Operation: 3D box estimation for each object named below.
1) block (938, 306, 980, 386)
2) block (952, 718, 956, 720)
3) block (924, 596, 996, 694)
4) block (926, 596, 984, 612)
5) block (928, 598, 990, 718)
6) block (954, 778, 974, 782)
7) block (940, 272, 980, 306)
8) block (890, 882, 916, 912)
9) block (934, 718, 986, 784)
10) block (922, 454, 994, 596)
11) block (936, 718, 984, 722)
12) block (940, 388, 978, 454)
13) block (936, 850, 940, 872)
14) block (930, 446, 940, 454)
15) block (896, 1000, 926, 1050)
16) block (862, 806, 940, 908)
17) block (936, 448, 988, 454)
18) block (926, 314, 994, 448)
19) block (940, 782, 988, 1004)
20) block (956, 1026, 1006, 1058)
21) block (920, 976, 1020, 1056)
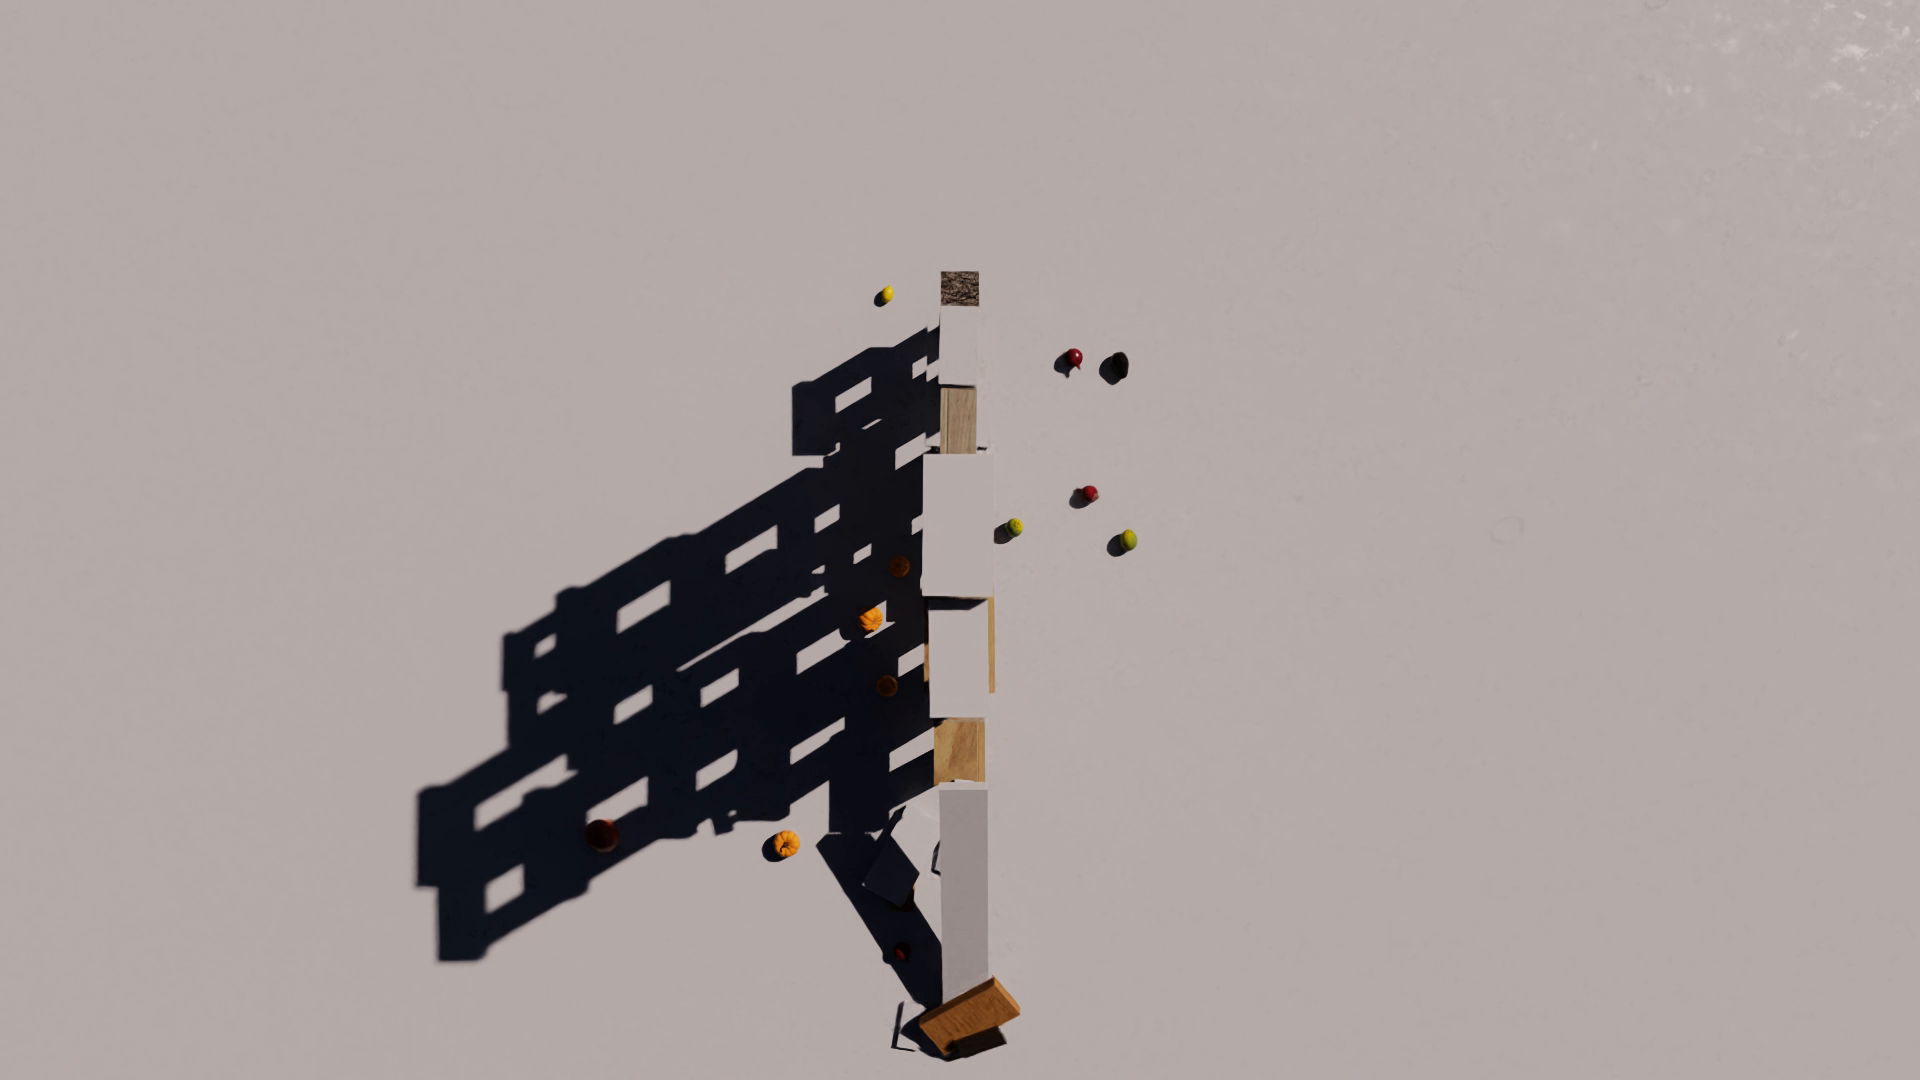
[{"bbox_3d":[-0.003,-0.471,4.004,0.095,0.027,0.189,2,90,0],"label":"block"},{"bbox_3d":[-0.010,0.454,4.696,0.053,0.015,0.105,-15,90,0],"label":"block"},{"bbox_3d":[-0.002,0.206,4.127,0.176,0.050,0.353,-1,90,0],"label":"block"},{"bbox_3d":[-0.007,0.167,3.966,0.136,0.272,0.039,-12,90,0],"label":"block"},{"bbox_3d":[-0.003,0.272,3.811,0.136,0.039,0.272,-1,90,0],"label":"block"},{"bbox_3d":[0.006,0.802,5.144,0.059,0.017,0.118,6,115,-3],"label":"block"},{"bbox_3d":[0.000,-0.697,5.003,0.116,0.033,0.231,0,90,0],"label":"block"},{"bbox_3d":[-0.188,1.160,5.489,0.075,0.021,0.150,5,90,0],"label":"block"},{"bbox_3d":[-0.002,0.604,5.159,0.159,0.045,0.318,0,89,0],"label":"block"},{"bbox_3d":[-0.004,-0.033,3.757,0.161,0.046,0.322,1,90,0],"label":"block"},{"bbox_3d":[0.002,0.390,4.830,0.143,0.041,0.286,0,90,0],"label":"block"},{"bbox_3d":[-0.004,-0.282,4.018,0.088,0.025,0.176,1,90,0],"label":"block"},{"bbox_3d":[-0.042,1.045,5.480,0.059,0.017,0.118,12,95,16],"label":"block"},{"bbox_3d":[-0.005,-0.380,4.613,0.149,0.042,0.298,1,90,0],"label":"block"},{"bbox_3d":[-0.161,1.615,5.489,0.075,0.021,0.150,9,90,0],"label":"block"},{"bbox_3d":[-0.185,1.045,5.462,0.149,0.042,0.299,30,85,3],"label":"block"},{"bbox_3d":[0.003,-0.107,4.241,0.130,0.037,0.260,0,90,0],"label":"block"},{"bbox_3d":[-0.001,-0.408,4.230,0.169,0.048,0.338,1,90,0],"label":"block"},{"bbox_3d":[0.015,1.182,5.286,0.149,0.042,0.931,-1,115,0],"label":"block"},{"bbox_3d":[0.069,1.651,5.424,0.150,0.021,0.075,-21,126,6],"label":"block"},{"bbox_3d":[0.031,1.563,5.415,0.299,0.042,0.149,-32,111,13],"label":"block"}]
